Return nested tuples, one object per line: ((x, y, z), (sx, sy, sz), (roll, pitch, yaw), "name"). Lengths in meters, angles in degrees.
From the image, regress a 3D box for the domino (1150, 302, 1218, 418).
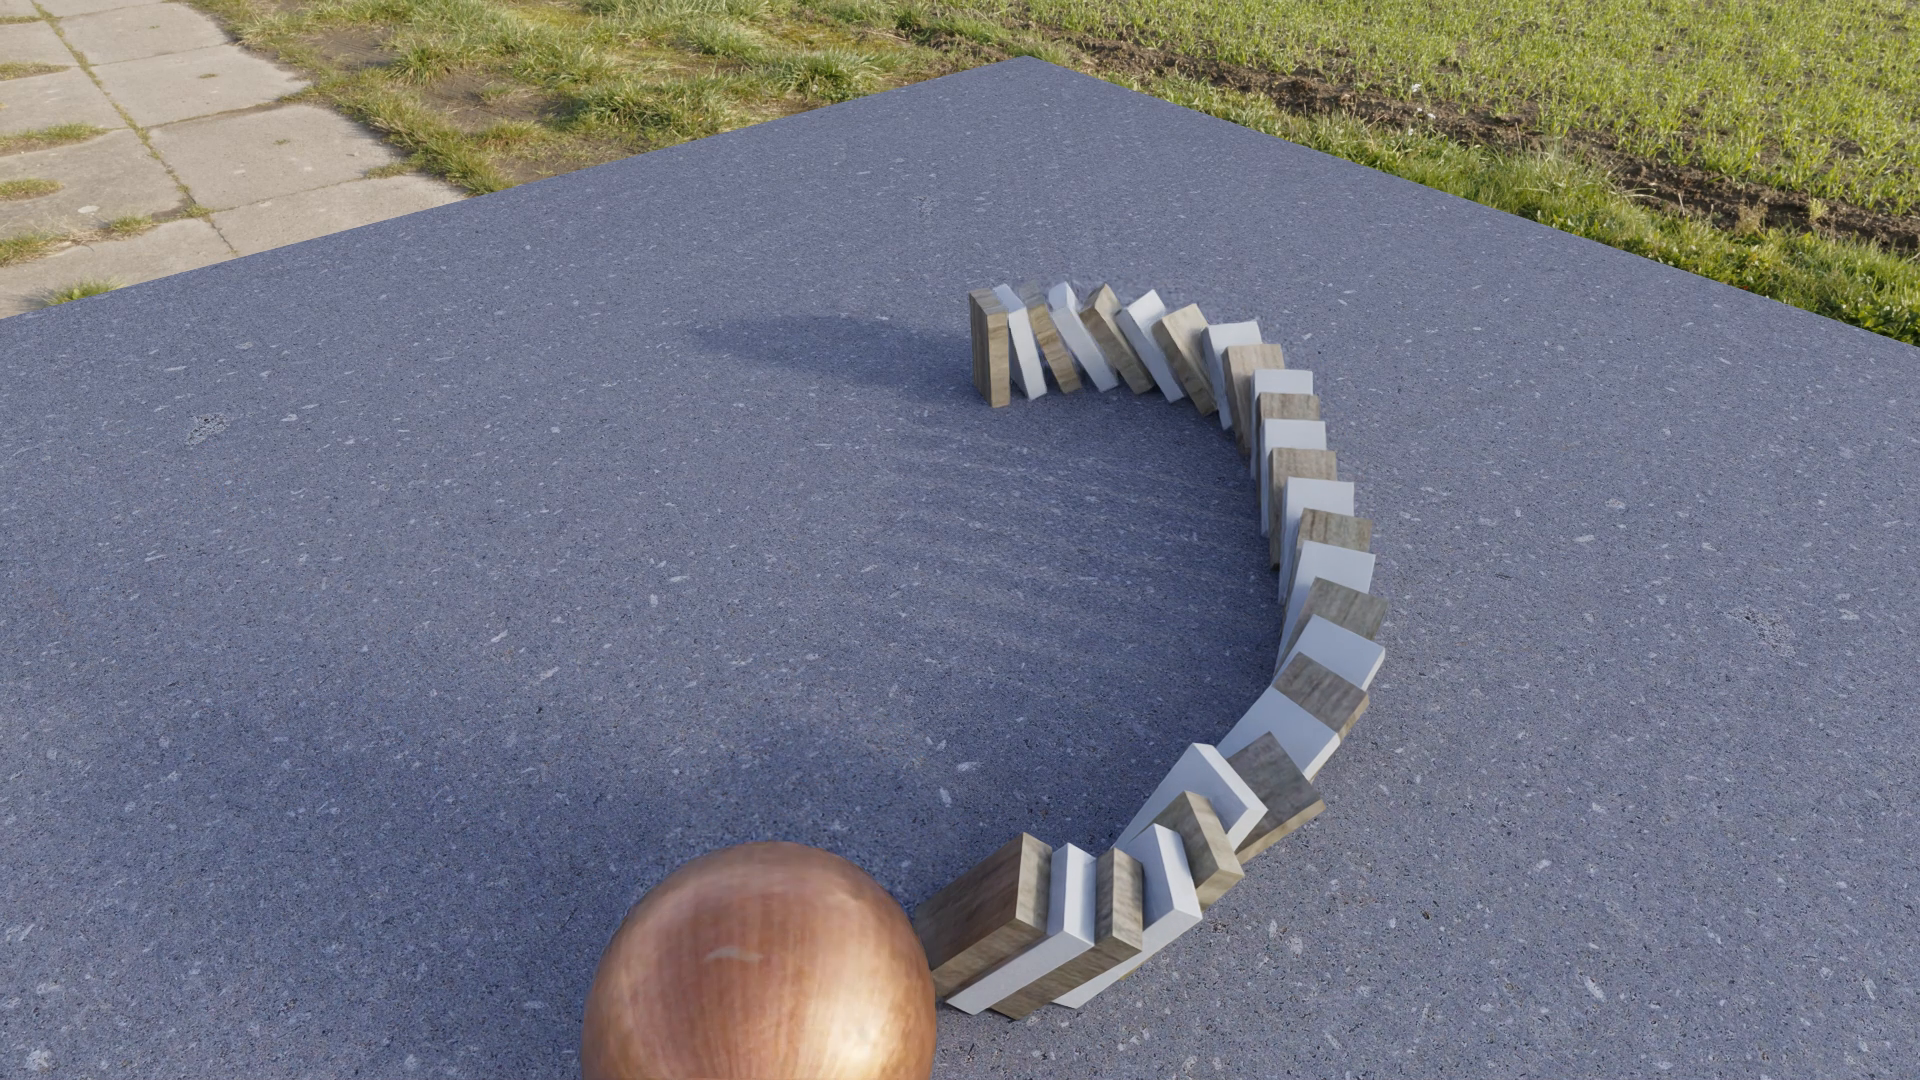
((0.114, -0.086, 0.525), (0.025, 0.009, 0.050), (-29, 87, -31), "domino")

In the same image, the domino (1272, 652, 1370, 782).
((0.104, 0.063, 0.348), (0.025, 0.009, 0.050), (35, 80, 34), "domino")

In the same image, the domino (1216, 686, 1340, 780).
((0.090, 0.072, 0.337), (0.050, 0.010, 0.025), (-47, 53, -6), "domino")

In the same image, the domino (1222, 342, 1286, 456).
((0.136, -0.064, 0.501), (0.025, 0.009, 0.050), (-4, 74, -5), "domino")

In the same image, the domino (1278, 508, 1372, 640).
((0.135, 0.015, 0.407), (0.025, 0.010, 0.050), (12, 70, 14), "domino")

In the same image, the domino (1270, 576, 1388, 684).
((0.125, 0.040, 0.376), (0.025, 0.010, 0.050), (21, 74, 24), "domino")

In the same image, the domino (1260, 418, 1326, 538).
((0.138, -0.025, 0.455), (0.025, 0.009, 0.050), (3, 70, 4), "domino")

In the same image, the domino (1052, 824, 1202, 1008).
((0.041, 0.100, 0.292), (0.009, 0.050, 0.025), (27, 32, -24), "domino")

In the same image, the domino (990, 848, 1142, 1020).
((0.027, 0.104, 0.288), (0.009, 0.050, 0.025), (32, 37, -17), "domino")

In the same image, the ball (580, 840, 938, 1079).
((-0.045, 0.110, 0.253), (0.080, 0.080, 0.080), (0, 39, 0), "ball")

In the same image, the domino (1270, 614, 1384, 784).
((0.116, 0.052, 0.361), (0.025, 0.009, 0.050), (28, 77, 30), "domino")

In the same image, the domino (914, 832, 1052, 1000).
((0.004, 0.101, 0.292), (0.009, 0.050, 0.025), (32, 37, -17), "domino")

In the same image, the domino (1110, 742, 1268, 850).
((0.062, 0.085, 0.311), (0.010, 0.050, 0.025), (15, 26, -40), "domino")

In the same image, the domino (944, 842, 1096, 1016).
((0.016, 0.103, 0.289), (0.009, 0.050, 0.025), (32, 37, -17), "domino")

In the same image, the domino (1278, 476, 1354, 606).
((0.137, 0.001, 0.424), (0.025, 0.009, 0.050), (6, 69, 8), "domino")

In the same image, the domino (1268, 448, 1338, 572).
((0.137, -0.012, 0.440), (0.025, 0.009, 0.050), (4, 68, 4), "domino")

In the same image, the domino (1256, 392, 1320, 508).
((0.140, -0.038, 0.471), (0.025, 0.009, 0.050), (3, 71, 4), "domino")

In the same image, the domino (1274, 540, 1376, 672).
((0.130, 0.027, 0.392), (0.025, 0.010, 0.050), (13, 71, 16), "domino")

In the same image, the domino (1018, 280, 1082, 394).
((0.044, -0.098, 0.531), (0.009, 0.050, 0.025), (-23, 38, 12), "domino")

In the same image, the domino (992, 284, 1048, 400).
((0.028, -0.094, 0.526), (0.009, 0.050, 0.025), (-24, 43, -4), "domino")

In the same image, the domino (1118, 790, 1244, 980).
((0.053, 0.094, 0.299), (0.009, 0.050, 0.025), (23, 30, -29), "domino")

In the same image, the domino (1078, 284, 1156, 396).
((0.079, -0.098, 0.535), (0.009, 0.050, 0.025), (-26, 23, 37), "domino")

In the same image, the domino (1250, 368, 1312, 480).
((0.142, -0.051, 0.485), (0.025, 0.010, 0.050), (3, 72, 4), "domino")

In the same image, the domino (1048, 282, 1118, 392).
((0.060, -0.098, 0.534), (0.010, 0.050, 0.025), (-26, 33, 23), "domino")

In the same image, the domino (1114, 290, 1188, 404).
((0.098, -0.094, 0.533), (0.025, 0.010, 0.050), (-39, 97, -38), "domino")

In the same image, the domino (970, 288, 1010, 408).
((0.014, -0.091, 0.522), (0.009, 0.050, 0.025), (-15, 42, -12), "domino")

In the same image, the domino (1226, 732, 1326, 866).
((0.079, 0.081, 0.324), (0.050, 0.010, 0.025), (-35, 50, 3), "domino")

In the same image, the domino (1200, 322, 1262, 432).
((0.131, -0.077, 0.515), (0.025, 0.010, 0.050), (-7, 75, -10), "domino")
